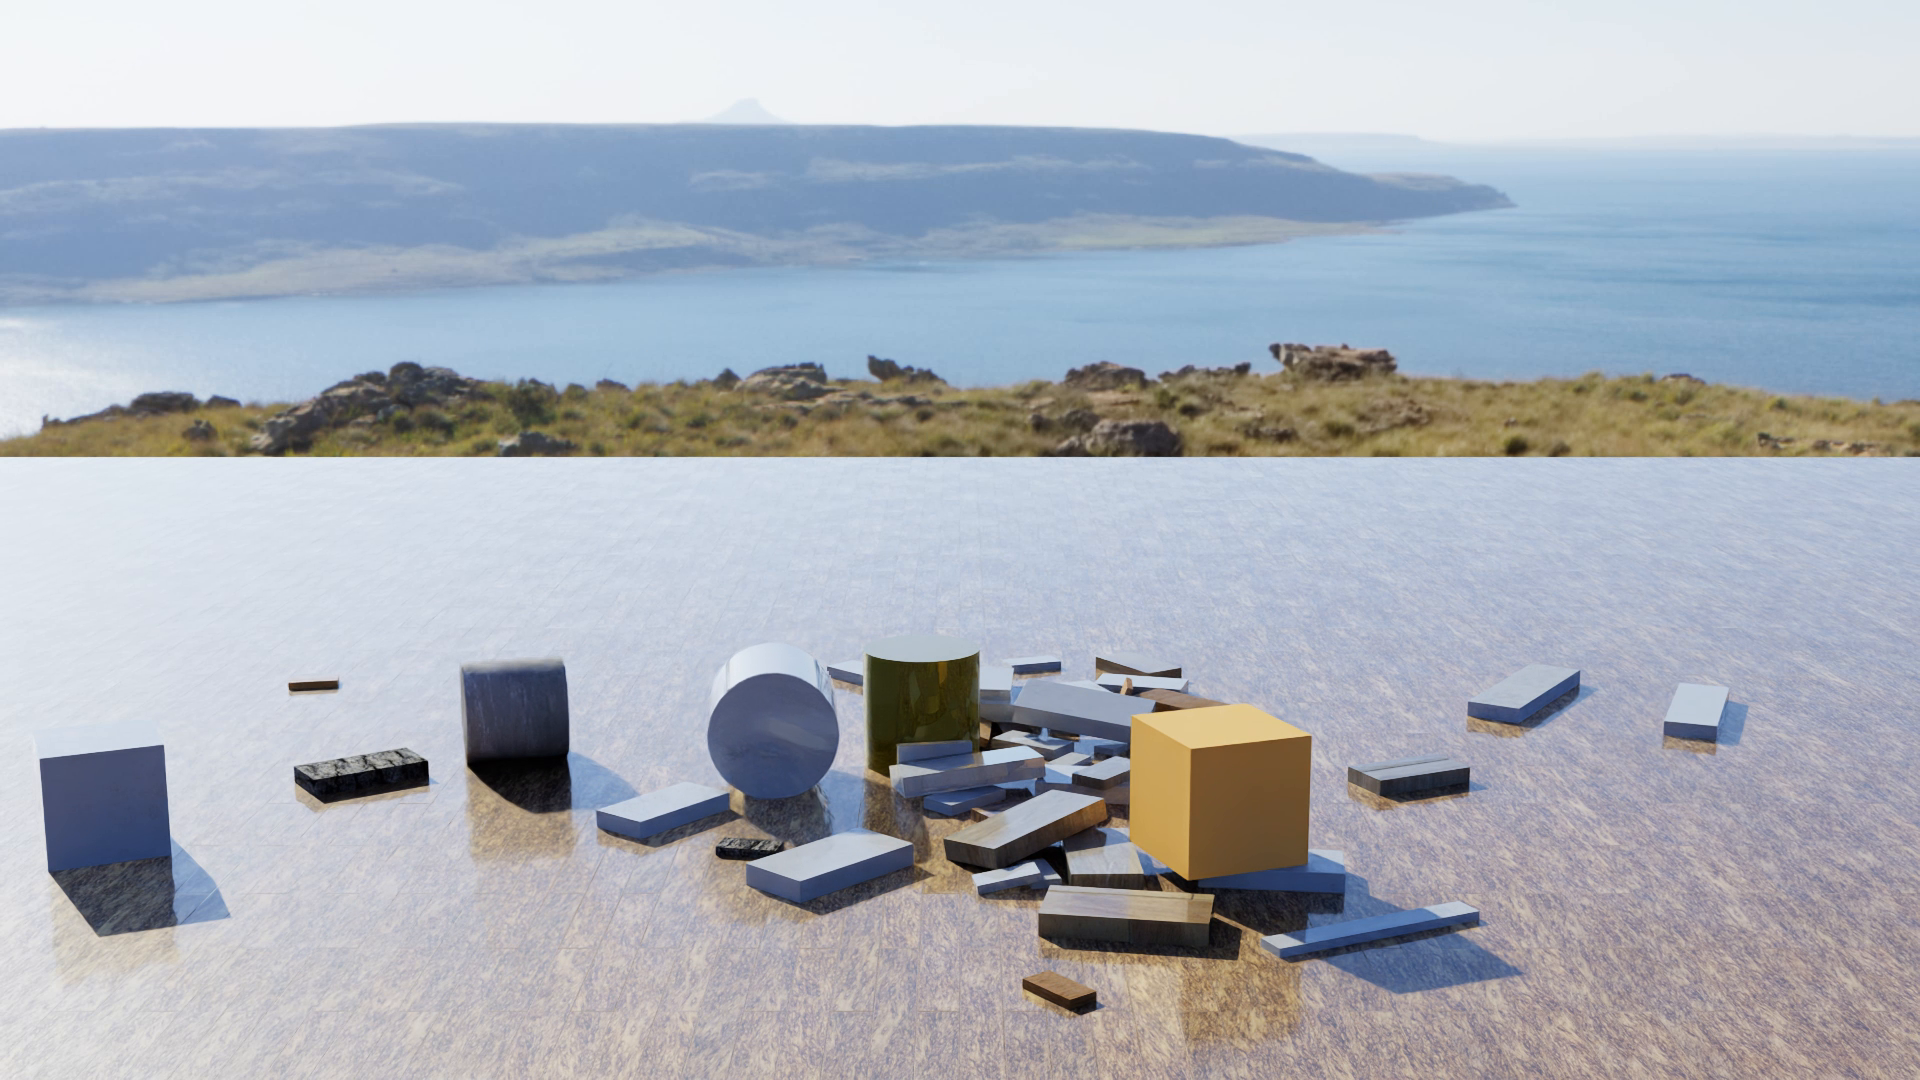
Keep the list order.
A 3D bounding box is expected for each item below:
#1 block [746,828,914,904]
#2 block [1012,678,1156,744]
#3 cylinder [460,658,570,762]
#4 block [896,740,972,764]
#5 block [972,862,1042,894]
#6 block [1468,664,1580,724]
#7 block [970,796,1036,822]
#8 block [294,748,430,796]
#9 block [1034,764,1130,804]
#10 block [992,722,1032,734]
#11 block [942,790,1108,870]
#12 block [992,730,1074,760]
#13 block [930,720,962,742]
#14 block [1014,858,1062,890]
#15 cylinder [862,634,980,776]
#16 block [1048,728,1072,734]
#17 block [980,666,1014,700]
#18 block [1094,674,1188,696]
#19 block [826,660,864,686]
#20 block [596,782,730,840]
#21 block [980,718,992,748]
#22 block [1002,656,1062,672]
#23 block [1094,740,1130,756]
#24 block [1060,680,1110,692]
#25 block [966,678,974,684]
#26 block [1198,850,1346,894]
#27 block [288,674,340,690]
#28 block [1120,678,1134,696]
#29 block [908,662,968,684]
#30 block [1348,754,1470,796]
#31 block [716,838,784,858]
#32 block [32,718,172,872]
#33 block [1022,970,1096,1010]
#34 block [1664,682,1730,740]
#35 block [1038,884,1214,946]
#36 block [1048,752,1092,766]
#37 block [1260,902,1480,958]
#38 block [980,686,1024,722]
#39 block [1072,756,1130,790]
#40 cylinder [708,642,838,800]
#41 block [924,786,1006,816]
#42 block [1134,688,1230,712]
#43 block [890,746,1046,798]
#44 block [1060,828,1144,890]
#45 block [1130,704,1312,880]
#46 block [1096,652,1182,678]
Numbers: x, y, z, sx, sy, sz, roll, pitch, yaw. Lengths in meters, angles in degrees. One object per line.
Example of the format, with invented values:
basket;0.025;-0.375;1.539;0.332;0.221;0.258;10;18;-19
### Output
block;-0.220;0.554;3.760;0.134;0.038;0.268;10;14;42
block;0.260;0.358;4.597;0.276;0.039;0.138;9;23;12
cylinder;-0.901;0.343;4.445;0.200;0.200;0.200;-3;11;-16
block;-0.050;0.434;4.309;0.148;0.074;0.021;-2;11;-12
block;0.078;0.568;3.695;0.109;0.015;0.054;-11;13;-7
block;1.266;0.341;4.923;0.115;0.033;0.414;7;13;33
block;0.105;0.505;4.070;0.152;0.022;0.076;-7;12;-32
block;-1.174;0.454;4.314;0.229;0.033;0.115;-7;13;-35
block;0.274;0.470;4.220;0.244;0.035;0.122;2;11;11
block;0.110;0.397;4.657;0.063;0.018;0.125;-2;11;-10
block;0.116;0.508;3.873;0.268;0.038;0.134;-19;14;-39
block;0.150;0.421;4.520;0.152;0.022;0.076;7;13;35
block;-0.023;0.404;4.615;0.068;0.019;0.137;1;11;6
block;0.133;0.568;3.745;0.053;0.015;0.105;-3;11;-13
cylinder;-0.077;0.332;4.418;0.235;0.235;0.235;0;11;0
block;0.219;0.389;4.702;0.063;0.018;0.125;0;11;-2
block;0.071;0.311;4.763;0.084;0.024;0.168;1;13;3
block;0.410;0.333;4.974;0.198;0.028;0.099;3;11;16
block;-0.167;0.321;5.051;0.324;0.024;0.084;10;15;44
block;-0.548;0.499;4.070;0.115;0.033;0.230;8;13;37
block;0.029;0.395;4.597;0.068;0.019;0.137;21;12;-1
block;0.170;0.294;5.214;0.125;0.018;0.063;-4;11;-20
block;0.322;0.424;4.528;0.047;0.013;0.095;8;13;37
block;0.282;0.353;4.861;0.106;0.030;0.212;-4;11;-21
block;0.032;0.335;4.918;0.137;0.019;0.068;6;27;14
block;0.529;0.559;3.740;0.244;0.035;0.122;1;11;7
block;-1.483;0.326;5.049;0.109;0.015;0.054;-2;11;-12
block;0.368;0.340;4.883;0.013;0.047;0.095;20;11;-1
block;-0.069;0.327;4.890;0.084;0.024;0.168;17;32;38
block;0.877;0.458;4.298;0.212;0.030;0.106;-5;12;-25
block;-0.371;0.543;3.878;0.109;0.015;0.054;2;11;11
block;-1.520;0.446;3.891;0.201;0.201;0.201;-5;12;-26
block;0.146;0.662;3.239;0.053;0.015;0.105;-8;13;-38
block;1.600;0.370;4.772;0.106;0.030;0.354;4;11;23
block;0.268;0.599;3.514;0.268;0.038;0.134;2;11;10
block;0.219;0.446;4.406;0.047;0.013;0.094;7;13;33
block;0.653;0.616;3.487;0.384;0.015;0.053;-5;12;-25
block;0.002;0.349;4.735;0.346;0.039;0.138;2;13;5
block;0.286;0.445;4.201;0.074;0.021;0.148;8;13;37
cylinder;-0.365;0.349;4.284;0.249;0.249;0.249;-1;11;-5
block;0.009;0.488;4.159;0.074;0.021;0.148;10;14;43
block;0.480;0.364;4.811;0.198;0.028;0.099;10;15;44
block;0.013;0.445;4.233;0.276;0.039;0.138;-7;5;-12
block;0.242;0.551;3.786;0.122;0.035;0.244;0;11;-2
block;0.441;0.425;3.752;0.225;0.225;0.225;-4;11;-21
block;0.418;0.300;5.155;0.099;0.028;0.198;-7;13;-33
